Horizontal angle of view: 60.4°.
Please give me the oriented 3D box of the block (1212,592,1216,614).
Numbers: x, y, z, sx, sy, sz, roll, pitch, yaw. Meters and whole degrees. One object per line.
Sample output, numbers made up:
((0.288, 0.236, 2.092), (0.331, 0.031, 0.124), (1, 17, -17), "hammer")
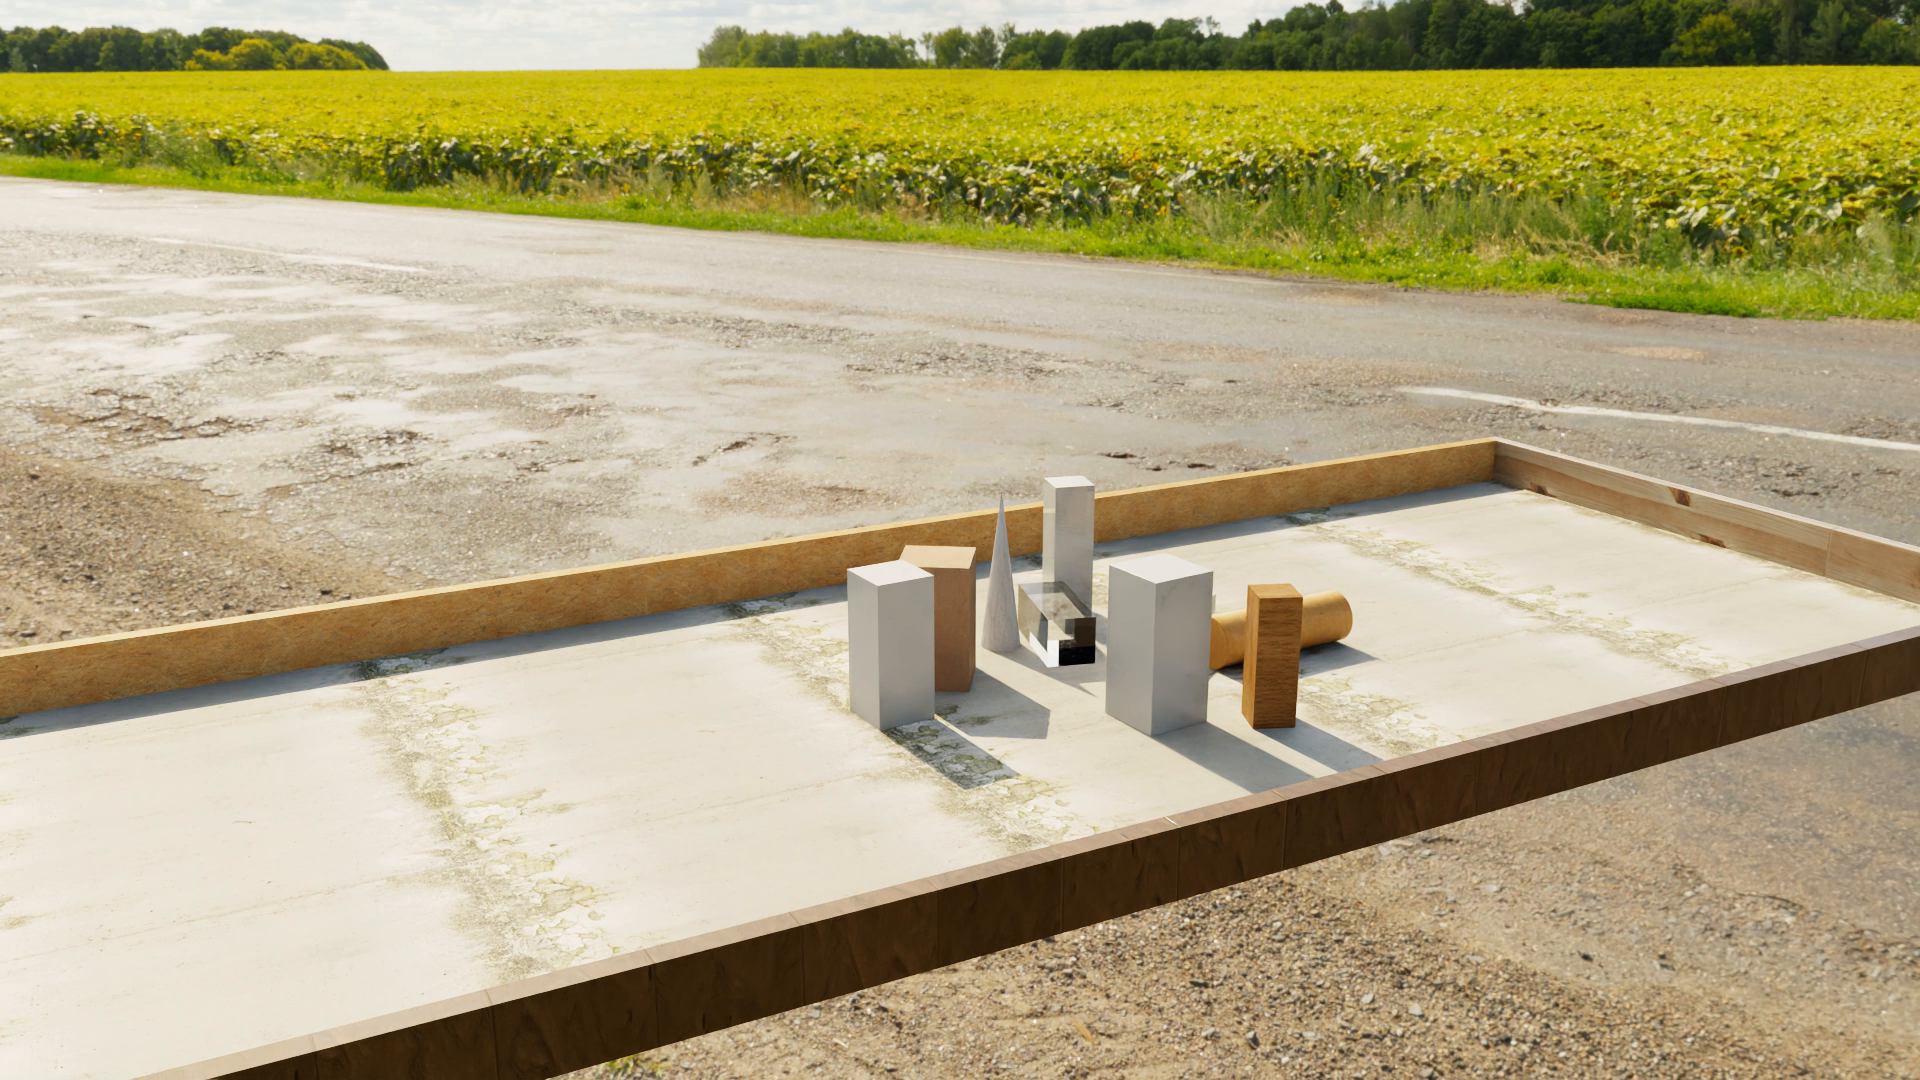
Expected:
((0.550, 0.242, 4.329), (0.114, 0.114, 0.405), (8, 18, 26), "block")

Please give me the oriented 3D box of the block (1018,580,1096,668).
((0.254, 0.219, 4.382), (0.127, 0.127, 0.309), (-4, 17, -12), "block")

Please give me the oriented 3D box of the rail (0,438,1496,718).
((-3.305, 0.497, 3.399), (12.000, 0.150, 0.050), (-9, 18, -27), "rail")

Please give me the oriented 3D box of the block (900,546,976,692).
((-0.057, 0.195, 4.123), (0.179, 0.321, 0.179), (2, 16, 6), "block")

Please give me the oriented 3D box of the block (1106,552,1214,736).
((0.465, 0.242, 3.870), (0.171, 0.372, 0.171), (-10, 19, -32), "block")

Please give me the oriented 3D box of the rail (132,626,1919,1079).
((-2.336, 1.006, 1.665), (12.000, 0.150, 0.050), (-9, 18, -27), "rail")

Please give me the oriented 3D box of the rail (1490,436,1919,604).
((2.466, -0.048, 5.253), (0.050, 0.150, 2.100), (-9, 18, -27), "rail")

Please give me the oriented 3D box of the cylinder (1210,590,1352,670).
((0.821, 0.232, 4.320), (0.426, 0.139, 0.139), (-10, 19, -29), "cylinder")

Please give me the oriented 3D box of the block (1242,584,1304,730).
((0.729, 0.272, 3.860), (0.102, 0.322, 0.102), (-2, 16, -6), "block")

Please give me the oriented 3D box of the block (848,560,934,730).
((-0.162, 0.246, 3.890), (0.149, 0.355, 0.149), (-10, 19, -30), "block")

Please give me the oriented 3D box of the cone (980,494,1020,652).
((0.108, 0.074, 4.342), (0.107, 0.428, 0.107), (0, 16, 0), "cone")

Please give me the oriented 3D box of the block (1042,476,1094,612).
((0.301, 0.022, 4.605), (0.112, 0.381, 0.112), (-4, 17, -13), "block")
